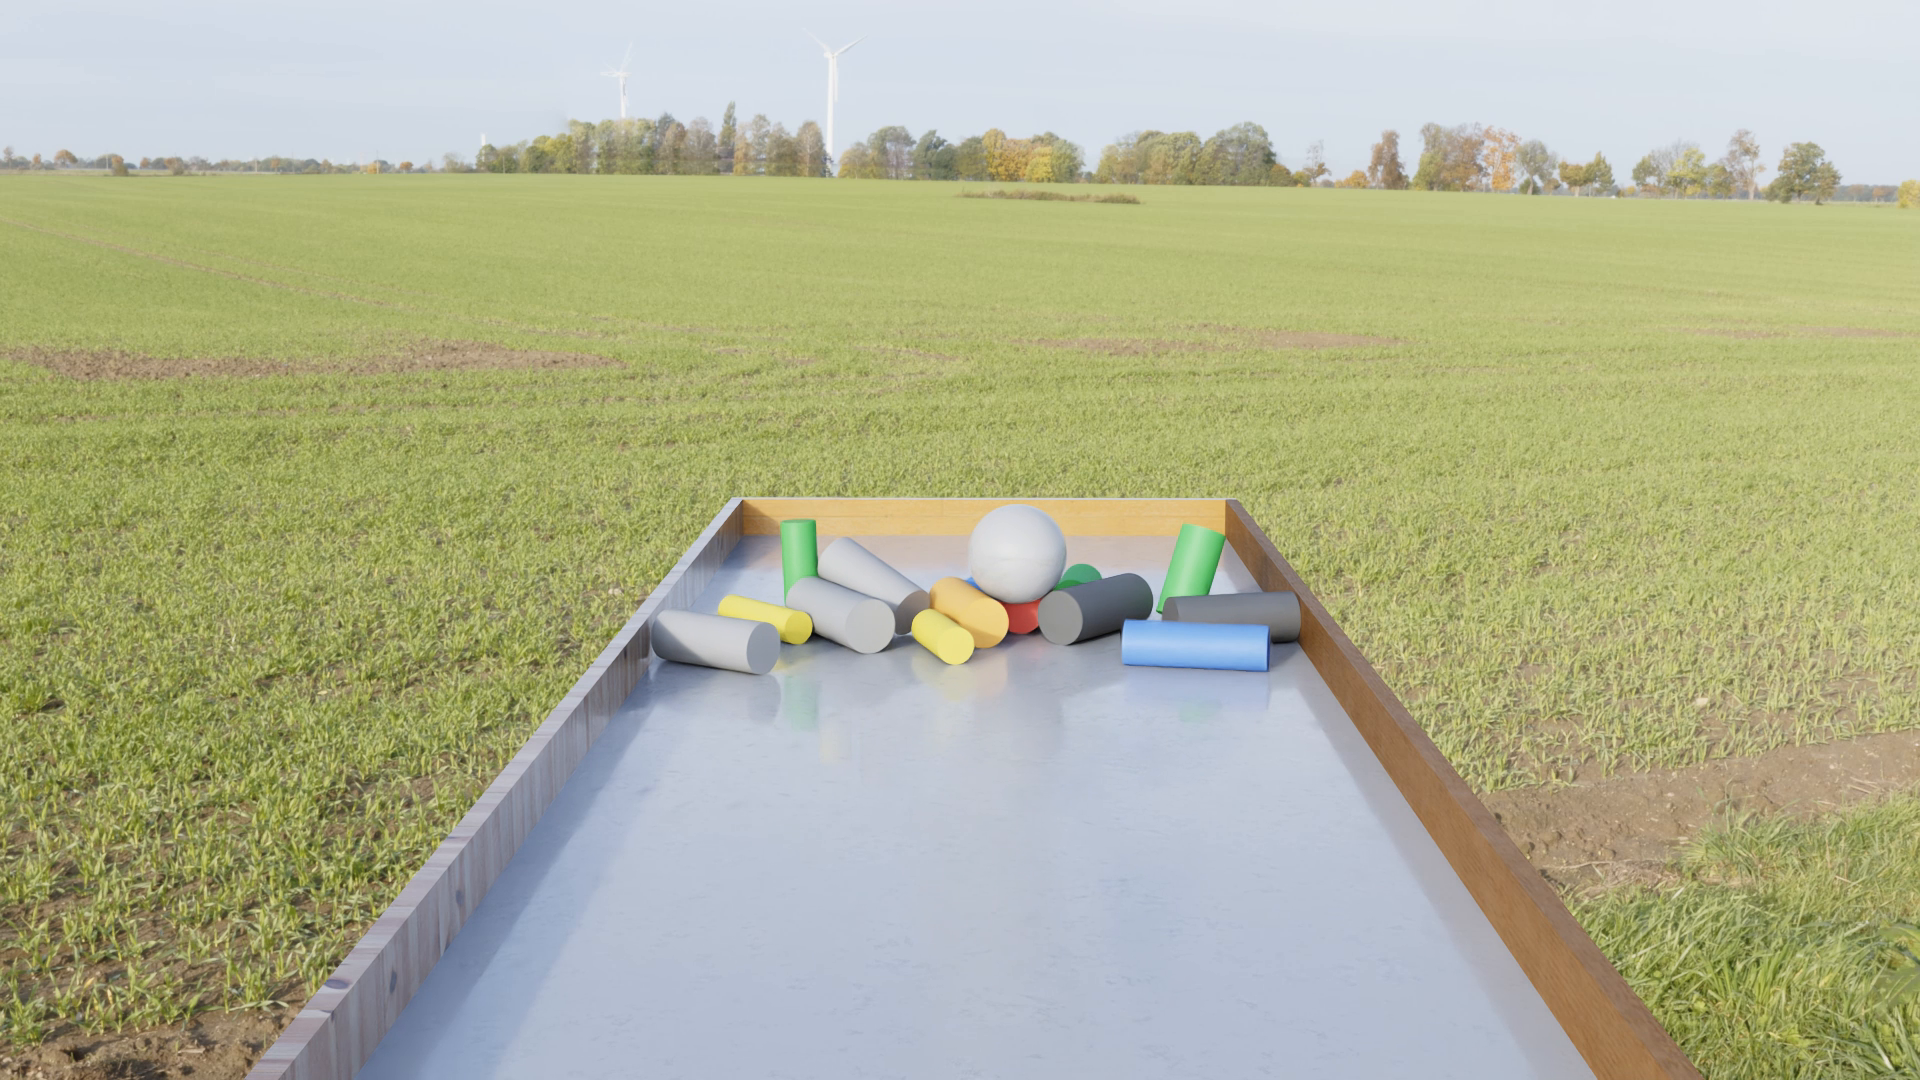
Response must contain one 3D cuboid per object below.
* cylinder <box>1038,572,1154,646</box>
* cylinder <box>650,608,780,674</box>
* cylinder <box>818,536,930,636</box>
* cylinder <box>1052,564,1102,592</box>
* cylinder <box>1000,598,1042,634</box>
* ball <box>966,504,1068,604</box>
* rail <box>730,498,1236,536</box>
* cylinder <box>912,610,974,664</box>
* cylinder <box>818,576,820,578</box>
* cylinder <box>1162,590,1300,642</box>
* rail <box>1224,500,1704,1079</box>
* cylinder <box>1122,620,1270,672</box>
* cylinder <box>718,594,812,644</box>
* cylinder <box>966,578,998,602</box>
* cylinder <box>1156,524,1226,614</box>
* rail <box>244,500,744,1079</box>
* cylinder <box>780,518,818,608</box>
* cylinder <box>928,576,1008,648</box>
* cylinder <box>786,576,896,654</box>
[{"bbox_3d":[0.438,0.220,7.070,0.174,0.174,0.411,7,11,37],"label":"cylinder"},{"bbox_3d":[-0.734,0.303,6.596,0.379,0.157,0.157,6,11,35],"label":"cylinder"},{"bbox_3d":[-0.282,0.148,7.146,0.360,0.167,0.167,34,28,33],"label":"cylinder"},{"bbox_3d":[0.396,0.178,7.427,0.145,0.145,0.331,1,9,9],"label":"cylinder"},{"bbox_3d":[0.216,0.197,7.272,0.154,0.154,0.376,1,9,7],"label":"cylinder"},{"bbox_3d":[0.180,0.045,6.957,0.318,0.318,0.318,0,9,0],"label":"ball"},{"bbox_3d":[0.099,-0.098,9.147,2.100,0.150,0.050,0,9,1],"label":"rail"},{"bbox_3d":[-0.055,0.297,6.770,0.115,0.115,0.302,-3,9,-16],"label":"cylinder"},{"bbox_3d":[-0.406,0.194,7.418,0.114,0.114,0.433,-8,12,-42],"label":"cylinder"},{"bbox_3d":[0.853,0.250,6.921,0.403,0.162,0.162,-2,9,-15],"label":"cylinder"},{"bbox_3d":[1.046,0.843,3.208,0.050,0.150,12.000,0,9,1],"label":"rail"},{"bbox_3d":[0.708,0.314,6.585,0.429,0.138,0.138,2,9,12],"label":"cylinder"},{"bbox_3d":[-0.629,0.254,7.068,0.106,0.106,0.382,-7,12,-39],"label":"cylinder"},{"bbox_3d":[0.095,0.172,7.487,0.138,0.138,0.351,3,9,16],"label":"cylinder"},{"bbox_3d":[0.759,0.113,7.228,0.150,0.300,0.150,17,-6,2],"label":"cylinder"},{"bbox_3d":[-1.004,0.839,3.234,0.050,0.150,12.000,0,9,1],"label":"rail"},{"bbox_3d":[-0.523,0.107,7.222,0.116,0.343,0.116,-2,8,0],"label":"cylinder"},{"bbox_3d":[0.022,0.229,7.051,0.160,0.160,0.406,-2,9,-15],"label":"cylinder"},{"bbox_3d":[-0.384,0.235,6.977,0.171,0.171,0.457,-5,10,-28],"label":"cylinder"}]
